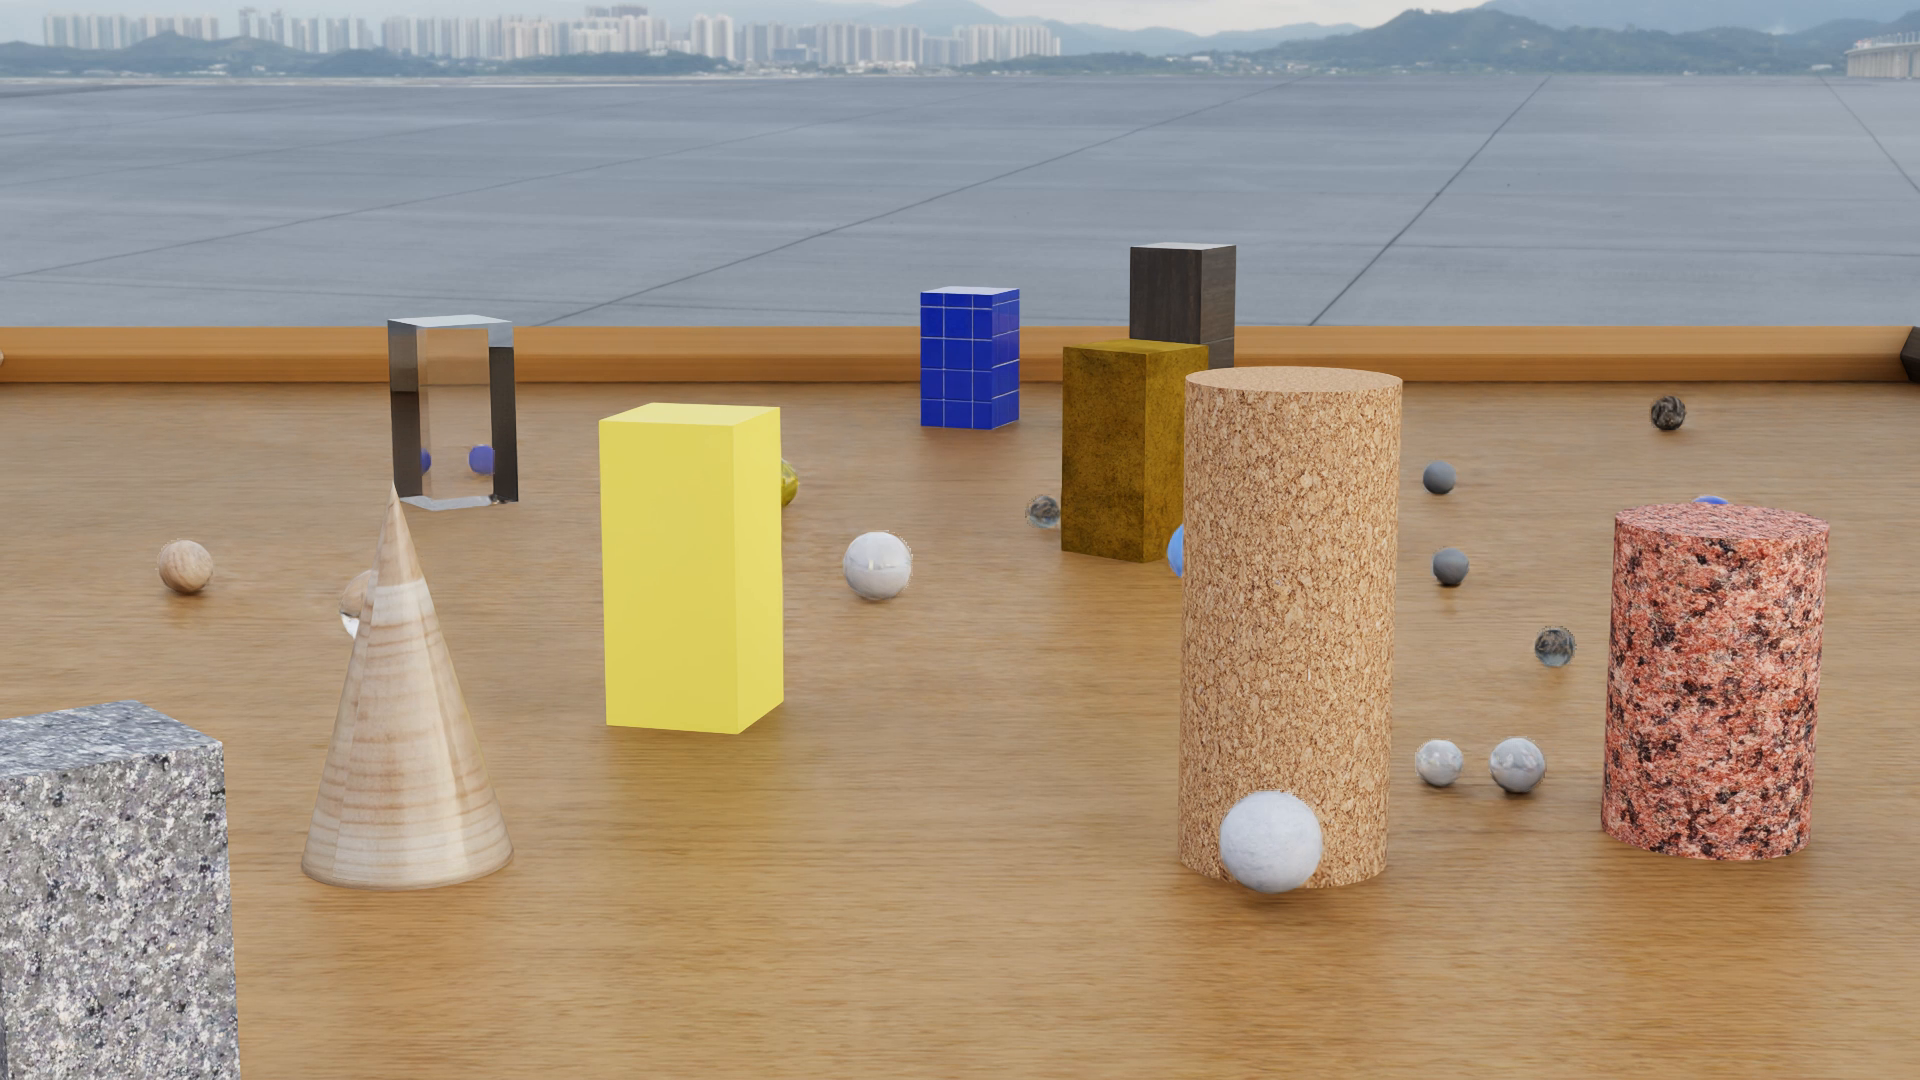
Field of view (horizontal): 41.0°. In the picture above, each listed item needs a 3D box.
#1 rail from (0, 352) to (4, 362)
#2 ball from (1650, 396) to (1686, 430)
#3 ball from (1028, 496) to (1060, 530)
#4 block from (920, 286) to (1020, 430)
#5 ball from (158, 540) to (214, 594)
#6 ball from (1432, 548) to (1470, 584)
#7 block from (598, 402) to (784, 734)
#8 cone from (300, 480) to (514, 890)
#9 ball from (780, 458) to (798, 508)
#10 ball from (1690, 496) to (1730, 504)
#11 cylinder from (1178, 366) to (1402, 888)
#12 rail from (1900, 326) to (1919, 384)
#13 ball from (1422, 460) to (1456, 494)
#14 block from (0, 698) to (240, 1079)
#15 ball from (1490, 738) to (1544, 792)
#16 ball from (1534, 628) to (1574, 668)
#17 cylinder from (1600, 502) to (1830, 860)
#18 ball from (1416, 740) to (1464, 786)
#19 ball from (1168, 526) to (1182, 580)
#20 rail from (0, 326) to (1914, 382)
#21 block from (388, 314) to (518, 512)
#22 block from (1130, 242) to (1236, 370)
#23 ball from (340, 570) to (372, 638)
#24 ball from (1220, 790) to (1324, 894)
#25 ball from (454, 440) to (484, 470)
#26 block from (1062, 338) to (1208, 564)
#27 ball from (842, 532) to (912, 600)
[{"bbox_3d":[-2.204,0.035,3.437,0.045,0.126,5.087,0,11,0],"label":"rail"},{"bbox_3d":[1.424,-0.255,5.158,0.069,0.069,0.069,0,11,0],"label":"ball"},{"bbox_3d":[0.133,-0.043,4.063,0.052,0.052,0.052,0,11,0],"label":"ball"},{"bbox_3d":[0.021,-0.374,5.246,0.155,0.272,0.155,4,11,21],"label":"block"},{"bbox_3d":[-1.078,0.037,3.571,0.074,0.074,0.074,0,11,0],"label":"ball"},{"bbox_3d":[0.695,0.037,3.635,0.051,0.051,0.051,0,11,0],"label":"ball"},{"bbox_3d":[-0.299,0.028,2.886,0.155,0.342,0.155,3,11,15],"label":"block"},{"bbox_3d":[-0.513,0.121,2.351,0.194,0.355,0.194,0,11,0],"label":"cone"},{"bbox_3d":[-0.312,-0.093,4.230,0.090,0.090,0.090,0,11,0],"label":"ball"},{"bbox_3d":[1.128,-0.023,3.861,0.087,0.087,0.087,0,11,0],"label":"ball"},{"bbox_3d":[0.300,0.075,2.349,0.194,0.447,0.194,0,11,0],"label":"cylinder"},{"bbox_3d":[2.204,0.030,3.462,0.045,0.126,5.087,0,11,0],"label":"rail"},{"bbox_3d":[0.820,-0.106,4.389,0.058,0.058,0.058,0,11,0],"label":"ball"},{"bbox_3d":[-0.602,0.271,1.751,0.155,0.279,0.155,-8,13,-38],"label":"block"},{"bbox_3d":[0.563,0.228,2.596,0.055,0.055,0.055,0,11,0],"label":"ball"},{"bbox_3d":[0.726,0.132,3.136,0.048,0.048,0.048,0,11,0],"label":"ball"},{"bbox_3d":[0.717,0.130,2.443,0.194,0.303,0.194,0,11,0],"label":"cylinder"},{"bbox_3d":[0.490,0.228,2.617,0.048,0.048,0.048,0,11,0],"label":"ball"},{"bbox_3d":[0.340,0.018,3.618,0.095,0.095,0.095,0,11,0],"label":"ball"},{"bbox_3d":[-0.015,-0.428,5.927,4.456,0.126,0.045,0,11,0],"label":"rail"},{"bbox_3d":[-0.852,-0.217,4.310,0.155,0.304,0.155,-7,13,-35],"label":"block"},{"bbox_3d":[0.440,-0.396,5.084,0.155,0.373,0.155,6,12,31],"label":"block"},{"bbox_3d":[-0.736,0.085,3.249,0.097,0.097,0.097,0,11,0],"label":"ball"},{"bbox_3d":[0.272,0.264,2.242,0.090,0.090,0.090,0,11,0],"label":"ball"},{"bbox_3d":[-0.889,-0.153,4.648,0.054,0.054,0.054,0,11,0],"label":"ball"},{"bbox_3d":[0.263,-0.138,3.867,0.155,0.310,0.155,9,14,40],"label":"block"},{"bbox_3d":[-0.114,0.035,3.526,0.094,0.094,0.094,0,11,0],"label":"ball"}]
